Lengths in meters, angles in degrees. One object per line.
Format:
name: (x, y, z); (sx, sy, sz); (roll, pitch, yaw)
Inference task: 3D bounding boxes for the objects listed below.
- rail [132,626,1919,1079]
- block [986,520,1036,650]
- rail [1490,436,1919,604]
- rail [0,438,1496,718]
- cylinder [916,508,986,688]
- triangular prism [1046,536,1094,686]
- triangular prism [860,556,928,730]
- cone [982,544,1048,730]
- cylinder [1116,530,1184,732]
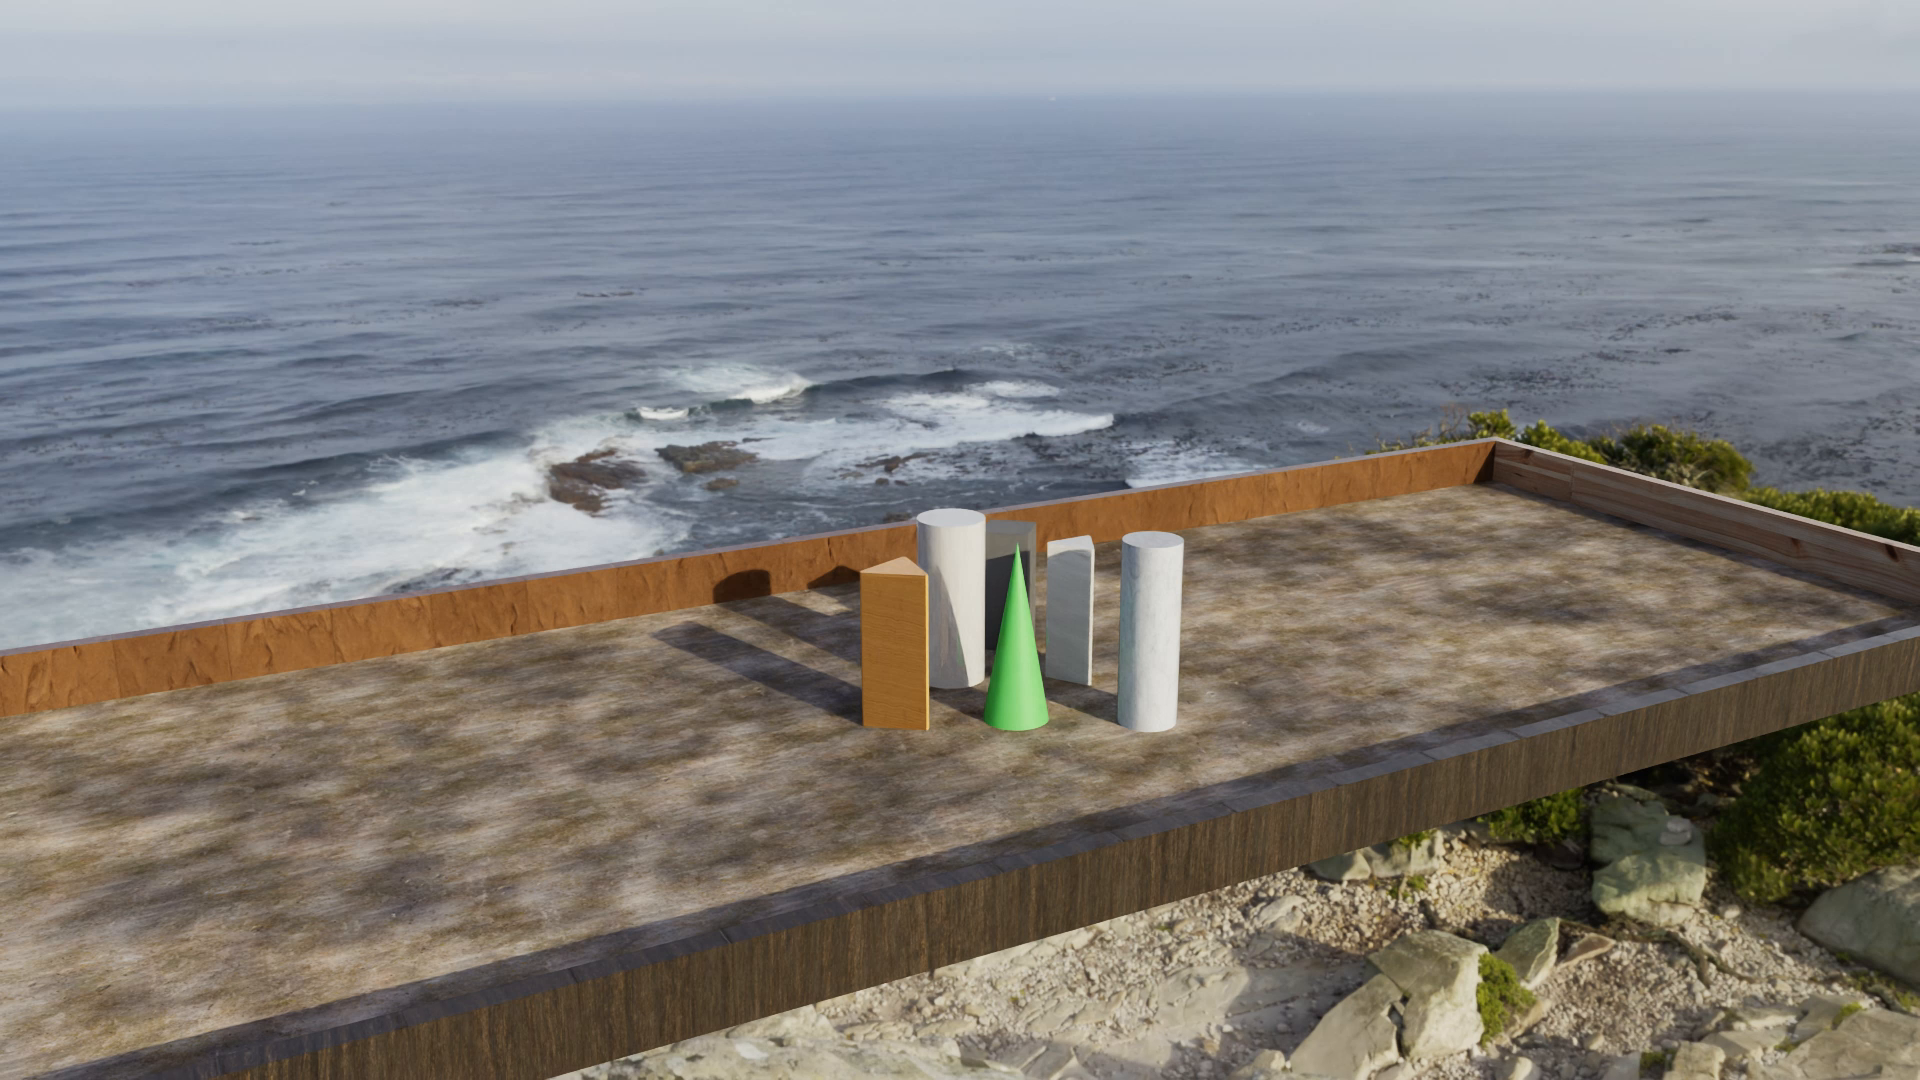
rail: (-2.336, 1.006, 1.665); (12.000, 0.150, 0.050); (-9, 18, -27)
block: (0.128, 0.121, 4.371); (0.126, 0.323, 0.126); (4, 17, 12)
rail: (2.466, -0.048, 5.253); (0.050, 0.150, 2.100); (-9, 18, -27)
rail: (-3.305, 0.497, 3.399); (12.000, 0.150, 0.050); (-9, 18, -27)
cylinder: (-0.022, 0.145, 4.120); (0.170, 0.418, 0.170); (0, 16, 0)
triangular prism: (0.297, 0.171, 4.145); (0.126, 0.354, 0.109); (9, 19, 29)
triangular prism: (-0.141, 0.239, 3.870); (0.156, 0.378, 0.135); (2, 17, 8)
cone: (0.132, 0.213, 3.858); (0.157, 0.436, 0.157); (0, 16, 0)
cylinder: (0.442, 0.213, 3.840); (0.141, 0.446, 0.141); (0, 16, 0)
